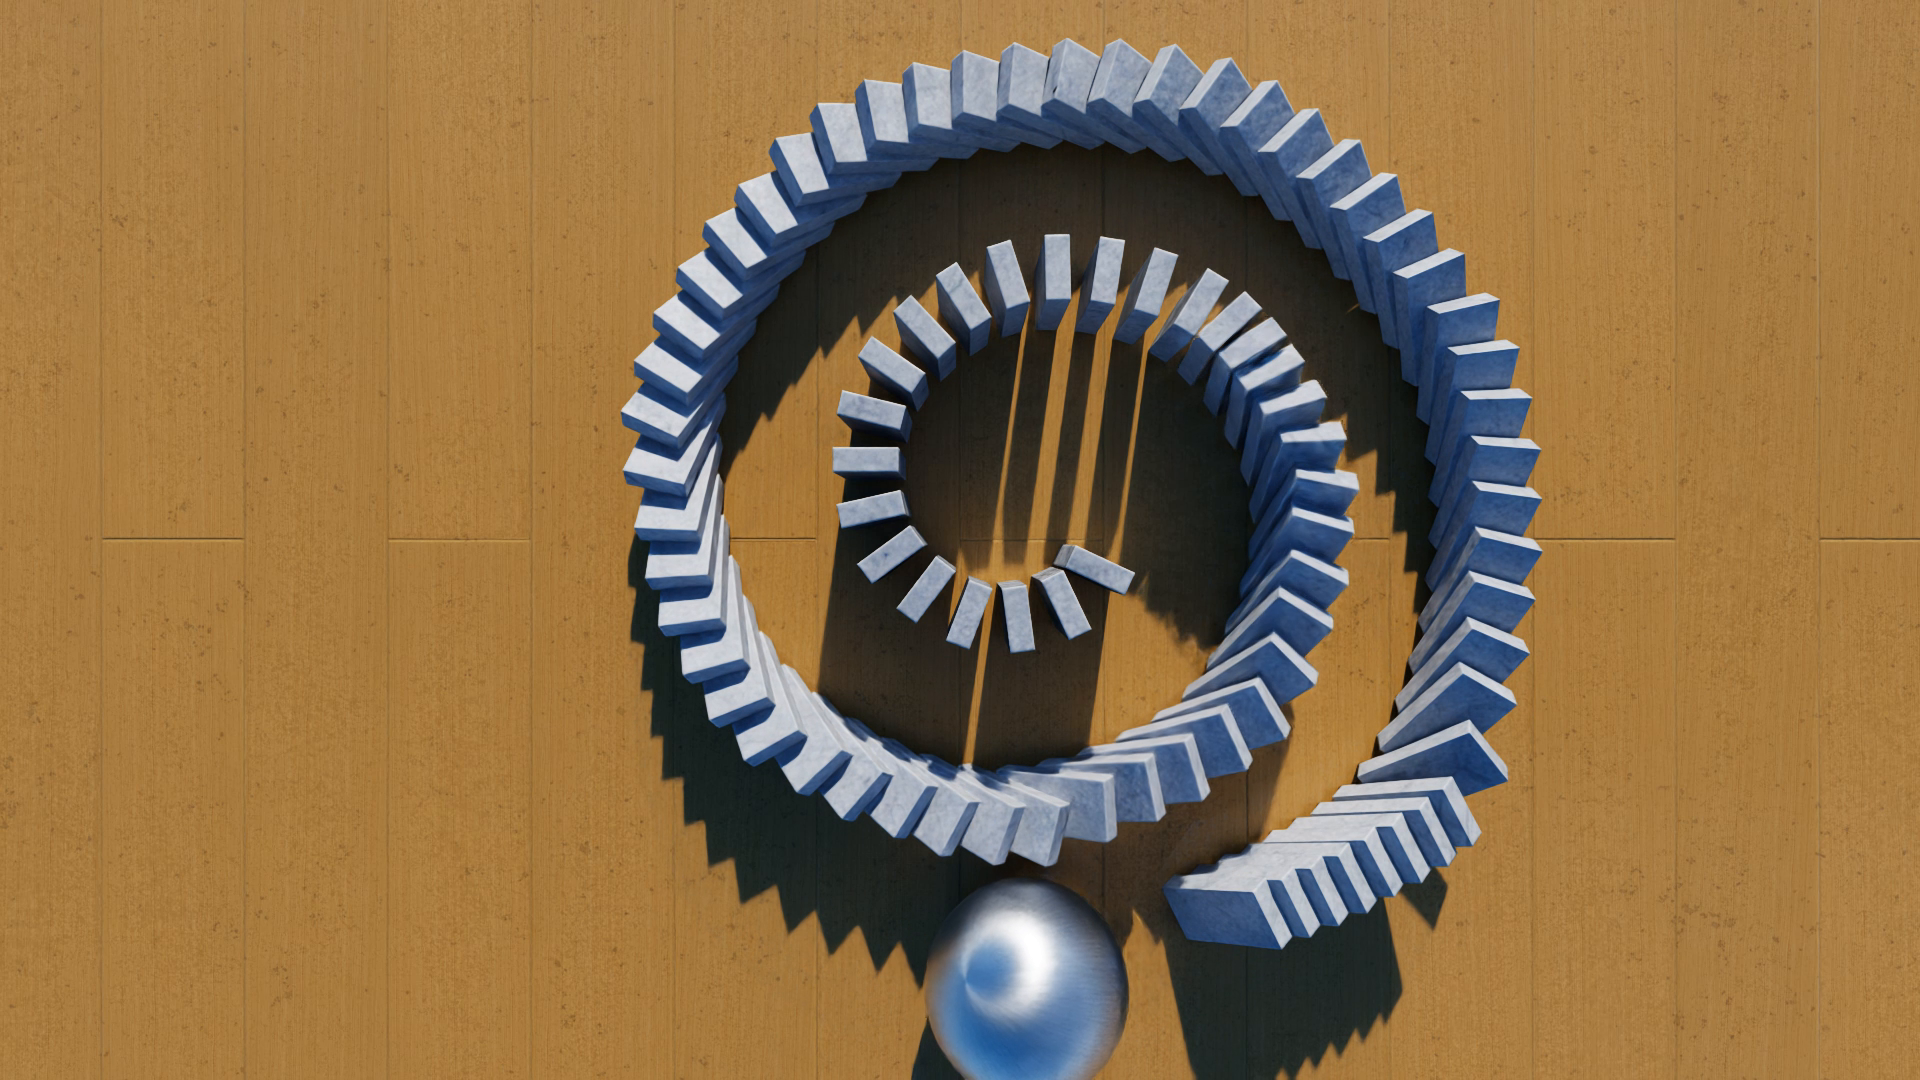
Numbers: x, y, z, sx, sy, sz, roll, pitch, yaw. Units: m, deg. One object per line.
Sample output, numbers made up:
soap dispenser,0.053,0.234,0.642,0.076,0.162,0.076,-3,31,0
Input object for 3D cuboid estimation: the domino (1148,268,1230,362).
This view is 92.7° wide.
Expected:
domino,0.092,-0.091,0.375,0.009,0.050,0.025,31,90,0

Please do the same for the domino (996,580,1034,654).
domino,0.022,0.030,0.375,0.010,0.050,0.025,-8,90,0

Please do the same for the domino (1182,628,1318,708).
domino,0.120,0.061,0.381,0.025,0.010,0.050,45,127,0

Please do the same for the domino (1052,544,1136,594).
domino,0.054,0.012,0.375,0.025,0.050,0.009,25,90,0

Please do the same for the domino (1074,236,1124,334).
domino,0.056,-0.103,0.375,0.009,0.050,0.025,9,90,0

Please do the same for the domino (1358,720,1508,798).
domino,0.196,0.097,0.381,0.050,0.010,0.025,-38,92,36

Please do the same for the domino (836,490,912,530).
domino,-0.034,-0.012,0.375,0.025,0.050,0.010,-13,90,0

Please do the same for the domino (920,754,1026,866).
domino,0.000,0.111,0.382,0.050,0.010,0.025,21,91,33

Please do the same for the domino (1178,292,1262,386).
domino,0.105,-0.081,0.375,0.025,0.050,0.009,-42,82,0

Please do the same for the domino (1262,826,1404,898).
domino,0.152,0.132,0.377,0.009,0.050,0.025,-28,90,-37

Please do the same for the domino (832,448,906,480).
domino,-0.036,-0.031,0.375,0.025,0.050,0.010,0,90,0

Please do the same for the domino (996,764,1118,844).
domino,0.040,0.109,0.382,0.050,0.009,0.025,-3,90,33

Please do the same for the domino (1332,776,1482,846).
domino,0.183,0.113,0.377,0.010,0.050,0.025,-28,90,-37

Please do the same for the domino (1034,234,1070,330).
domino,0.037,-0.104,0.375,0.009,0.050,0.025,-1,90,0

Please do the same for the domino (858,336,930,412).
domino,-0.026,-0.067,0.375,0.025,0.050,0.010,35,90,0

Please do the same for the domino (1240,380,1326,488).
domino,0.132,-0.043,0.376,0.025,0.050,0.009,-16,58,0

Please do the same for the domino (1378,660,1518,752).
domino,0.202,0.075,0.383,0.025,0.009,0.050,30,123,0

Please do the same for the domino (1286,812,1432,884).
domino,0.163,0.127,0.377,0.009,0.050,0.025,-28,90,-37

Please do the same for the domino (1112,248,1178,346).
domino,0.075,-0.098,0.375,0.009,0.050,0.025,18,90,0

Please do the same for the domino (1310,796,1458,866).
domino,0.173,0.120,0.377,0.010,0.050,0.025,-28,91,-37

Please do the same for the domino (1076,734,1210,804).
domino,0.076,0.097,0.382,0.050,0.009,0.025,-17,90,34

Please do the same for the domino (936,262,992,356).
domino,0.001,-0.093,0.375,0.010,0.050,0.025,-33,90,0

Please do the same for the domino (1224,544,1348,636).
domino,0.135,0.027,0.380,0.025,0.009,0.050,26,130,0

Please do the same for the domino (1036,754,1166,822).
domino,0.058,0.104,0.382,0.050,0.009,0.025,-12,90,33

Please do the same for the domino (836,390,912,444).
domino,-0.034,-0.050,0.375,0.025,0.050,0.010,14,90,0

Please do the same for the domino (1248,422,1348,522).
domino,0.138,-0.027,0.377,0.025,0.050,0.010,-3,52,0

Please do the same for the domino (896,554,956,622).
domino,-0.013,0.019,0.375,0.010,0.050,0.025,37,90,0

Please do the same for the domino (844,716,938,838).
domino,-0.035,0.099,0.383,0.050,0.010,0.025,32,90,33

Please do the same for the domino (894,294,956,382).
domino,-0.014,-0.081,0.375,0.009,0.050,0.025,-43,90,0

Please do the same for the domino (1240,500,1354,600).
domino,0.138,0.008,0.379,0.025,0.010,0.050,16,133,0

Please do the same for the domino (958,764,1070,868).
domino,0.019,0.114,0.382,0.050,0.009,0.025,13,91,33

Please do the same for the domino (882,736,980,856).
domino,-0.018,0.106,0.382,0.050,0.010,0.025,28,90,33

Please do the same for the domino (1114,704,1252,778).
domino,0.092,0.088,0.382,0.050,0.009,0.025,-24,90,34

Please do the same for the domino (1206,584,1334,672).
domino,0.128,0.043,0.381,0.025,0.009,0.050,32,128,0

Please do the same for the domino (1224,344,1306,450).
domino,0.124,-0.057,0.375,0.025,0.050,0.009,-26,65,0

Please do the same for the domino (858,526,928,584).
domino,-0.026,0.006,0.375,0.025,0.050,0.010,-36,90,0

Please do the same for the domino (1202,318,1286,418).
domino,0.115,-0.069,0.375,0.025,0.050,0.009,-32,74,0

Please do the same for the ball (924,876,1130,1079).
ball,0.026,0.175,0.360,0.080,0.080,0.080,0,90,0

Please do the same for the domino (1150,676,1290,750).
domino,0.108,0.077,0.382,0.050,0.010,0.025,-30,90,35

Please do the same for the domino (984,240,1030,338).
domino,0.019,-0.101,0.375,0.009,0.050,0.025,-18,90,0

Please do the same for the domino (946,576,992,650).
domino,0.004,0.029,0.375,0.009,0.050,0.025,21,90,0

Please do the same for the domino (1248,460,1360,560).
domino,0.141,-0.009,0.378,0.025,0.050,0.010,12,47,0

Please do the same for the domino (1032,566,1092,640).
domino,0.041,0.025,0.375,0.010,0.050,0.025,-25,90,0
